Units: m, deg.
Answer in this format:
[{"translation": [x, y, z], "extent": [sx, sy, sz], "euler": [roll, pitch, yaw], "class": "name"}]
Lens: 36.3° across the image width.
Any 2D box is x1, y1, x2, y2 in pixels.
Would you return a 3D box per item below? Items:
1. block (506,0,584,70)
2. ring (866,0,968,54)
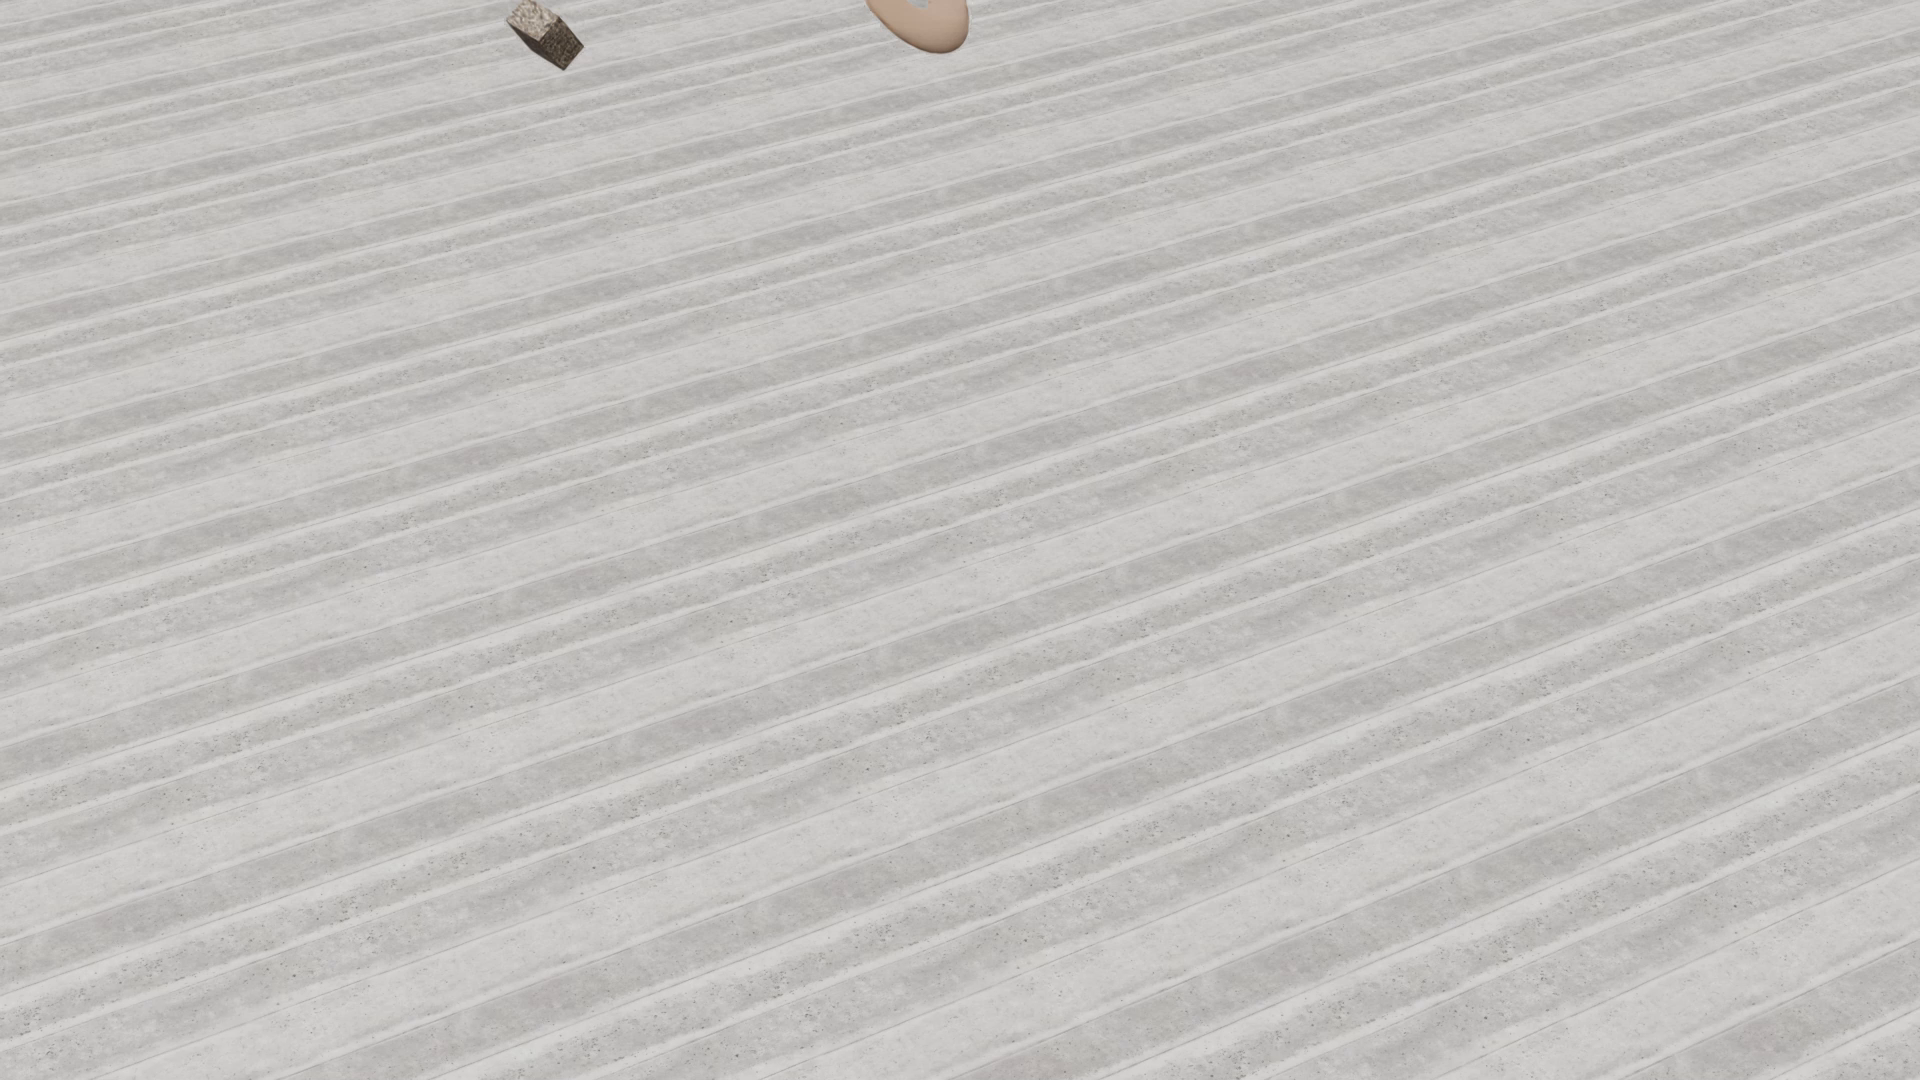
[{"translation": [-1.297, -1.583, 9.167], "extent": [0.166, 0.168, 0.101], "euler": [34, 82, 32], "class": "block"}, {"translation": [-0.150, -1.658, 8.806], "extent": [0.466, 0.066, 0.436], "euler": [34, 45, -27], "class": "ring"}]
